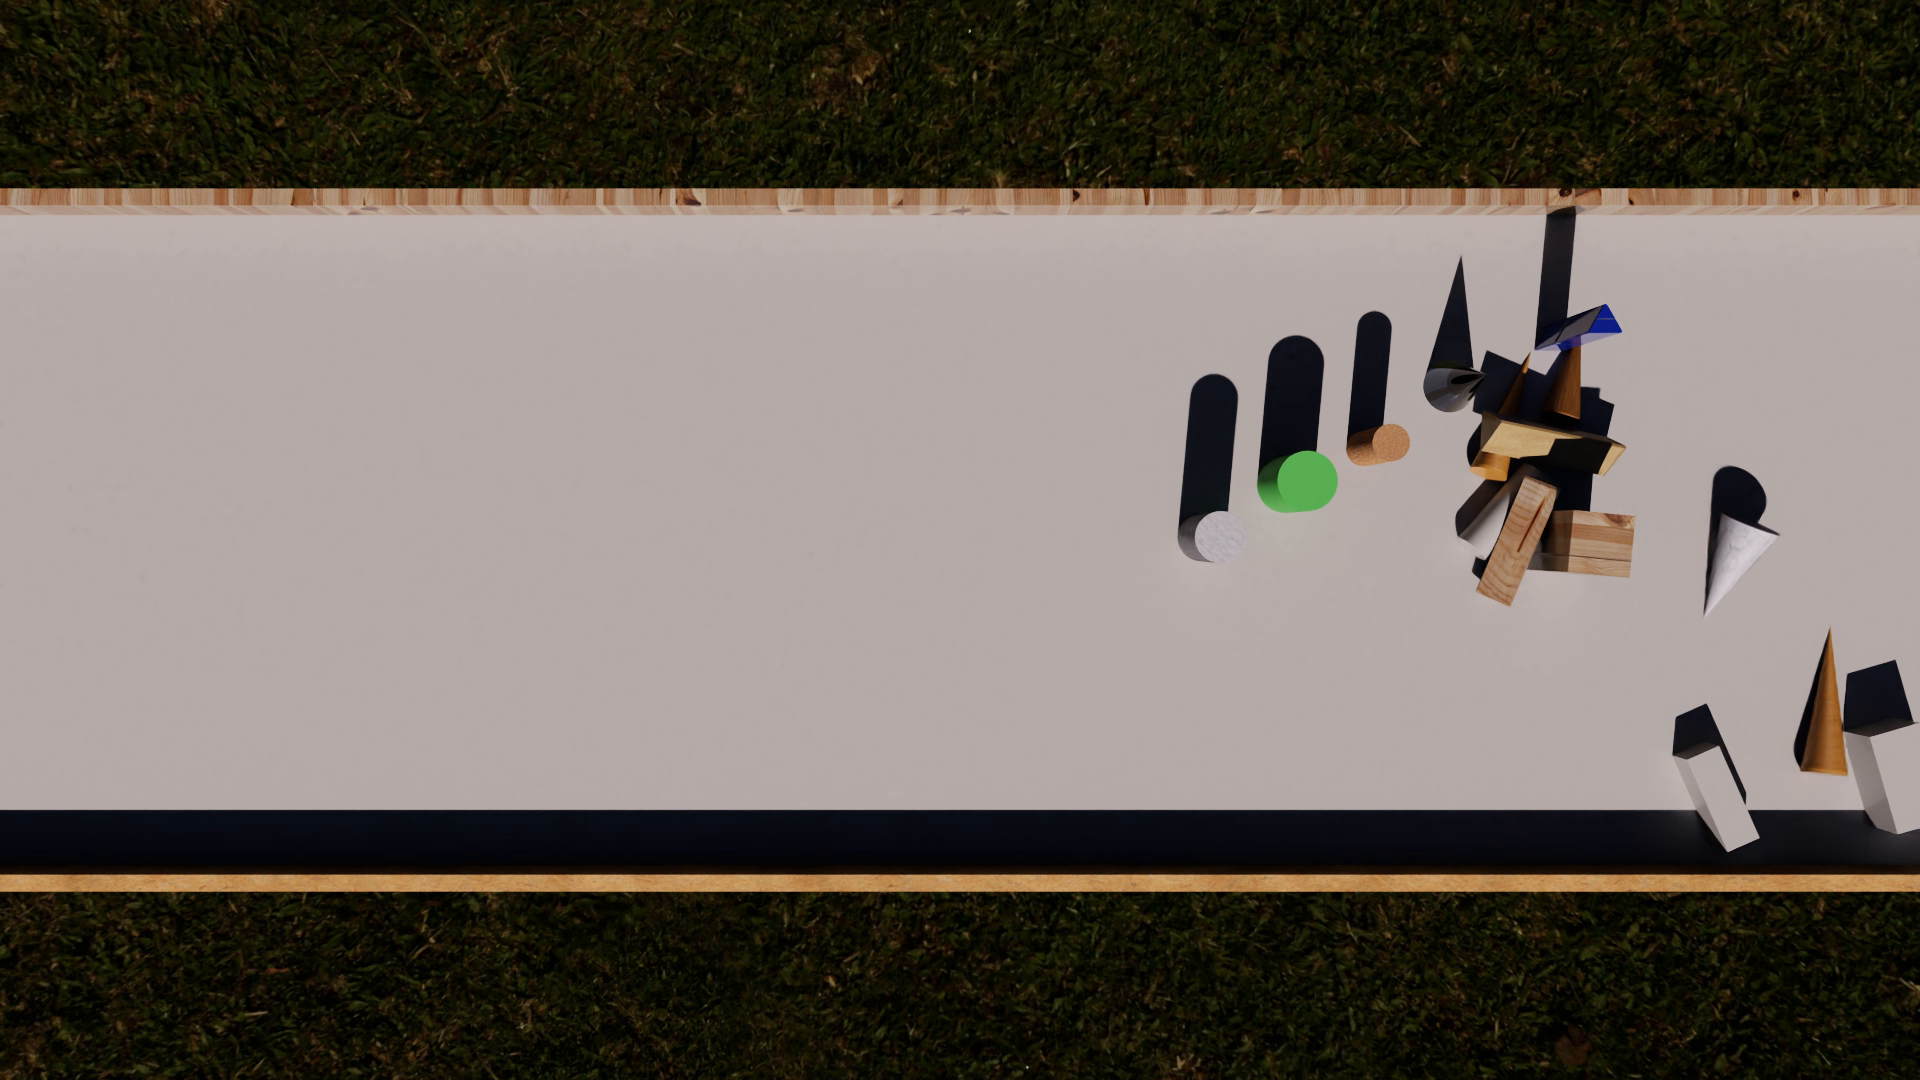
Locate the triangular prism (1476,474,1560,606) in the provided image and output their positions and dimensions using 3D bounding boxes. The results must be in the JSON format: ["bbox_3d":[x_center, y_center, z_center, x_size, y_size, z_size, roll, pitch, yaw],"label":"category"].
[{"bbox_3d":[1.696,0.008,4.961,0.111,0.096,0.384,11,106,-29],"label":"triangular prism"}]

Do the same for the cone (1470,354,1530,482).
[{"bbox_3d":[1.683,-0.392,5.048,0.113,0.113,0.417,21,82,0],"label":"cone"}]

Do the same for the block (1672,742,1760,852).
[{"bbox_3d":[2.301,0.780,5.024,0.105,0.105,0.304,-24,90,0],"label":"block"}]

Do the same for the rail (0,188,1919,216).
[{"bbox_3d":[-2.247,-1.025,5.002,12.000,0.150,0.050,0,90,0],"label":"rail"}]

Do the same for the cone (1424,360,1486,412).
[{"bbox_3d":[1.506,-0.473,4.895,0.161,0.362,0.161,0,90,0],"label":"cone"}]

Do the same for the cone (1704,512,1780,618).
[{"bbox_3d":[2.340,0.097,5.034,0.176,0.176,0.324,20,105,0],"label":"cone"}]

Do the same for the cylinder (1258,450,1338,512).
[{"bbox_3d":[1.001,-0.170,4.912,0.174,0.329,0.174,0,90,0],"label":"cylinder"}]

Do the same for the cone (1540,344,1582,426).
[{"bbox_3d":[1.869,-0.525,5.047,0.118,0.118,0.328,15,80,0],"label":"cone"}]

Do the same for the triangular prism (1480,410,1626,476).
[{"bbox_3d":[1.788,-0.304,4.966,0.417,0.109,0.126,10,77,-12],"label":"triangular prism"}]

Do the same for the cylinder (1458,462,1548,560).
[{"bbox_3d":[1.658,-0.087,5.024,0.105,0.105,0.303,41,90,0],"label":"cylinder"}]

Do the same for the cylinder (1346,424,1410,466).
[{"bbox_3d":[1.242,-0.281,4.913,0.108,0.326,0.108,0,90,0],"label":"cylinder"}]

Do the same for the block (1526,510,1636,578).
[{"bbox_3d":[1.840,0.011,4.901,0.178,0.350,0.178,5,90,0],"label":"block"}]

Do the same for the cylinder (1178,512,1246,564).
[{"bbox_3d":[0.743,-0.008,4.887,0.149,0.378,0.149,0,90,0],"label":"cylinder"}]

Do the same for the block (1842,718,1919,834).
[{"bbox_3d":[2.831,0.711,4.998,0.156,0.156,0.302,-16,90,0],"label":"block"}]

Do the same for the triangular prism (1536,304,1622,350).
[{"bbox_3d":[1.814,-0.624,4.854,0.091,0.445,0.079,0,90,0],"label":"triangular prism"}]

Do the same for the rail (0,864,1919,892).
[{"bbox_3d":[-2.247,1.025,5.001,12.000,0.150,0.050,0,90,0],"label":"rail"}]

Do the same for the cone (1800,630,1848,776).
[{"bbox_3d":[2.651,0.488,5.045,0.129,0.129,0.455,7,82,0],"label":"cone"}]
